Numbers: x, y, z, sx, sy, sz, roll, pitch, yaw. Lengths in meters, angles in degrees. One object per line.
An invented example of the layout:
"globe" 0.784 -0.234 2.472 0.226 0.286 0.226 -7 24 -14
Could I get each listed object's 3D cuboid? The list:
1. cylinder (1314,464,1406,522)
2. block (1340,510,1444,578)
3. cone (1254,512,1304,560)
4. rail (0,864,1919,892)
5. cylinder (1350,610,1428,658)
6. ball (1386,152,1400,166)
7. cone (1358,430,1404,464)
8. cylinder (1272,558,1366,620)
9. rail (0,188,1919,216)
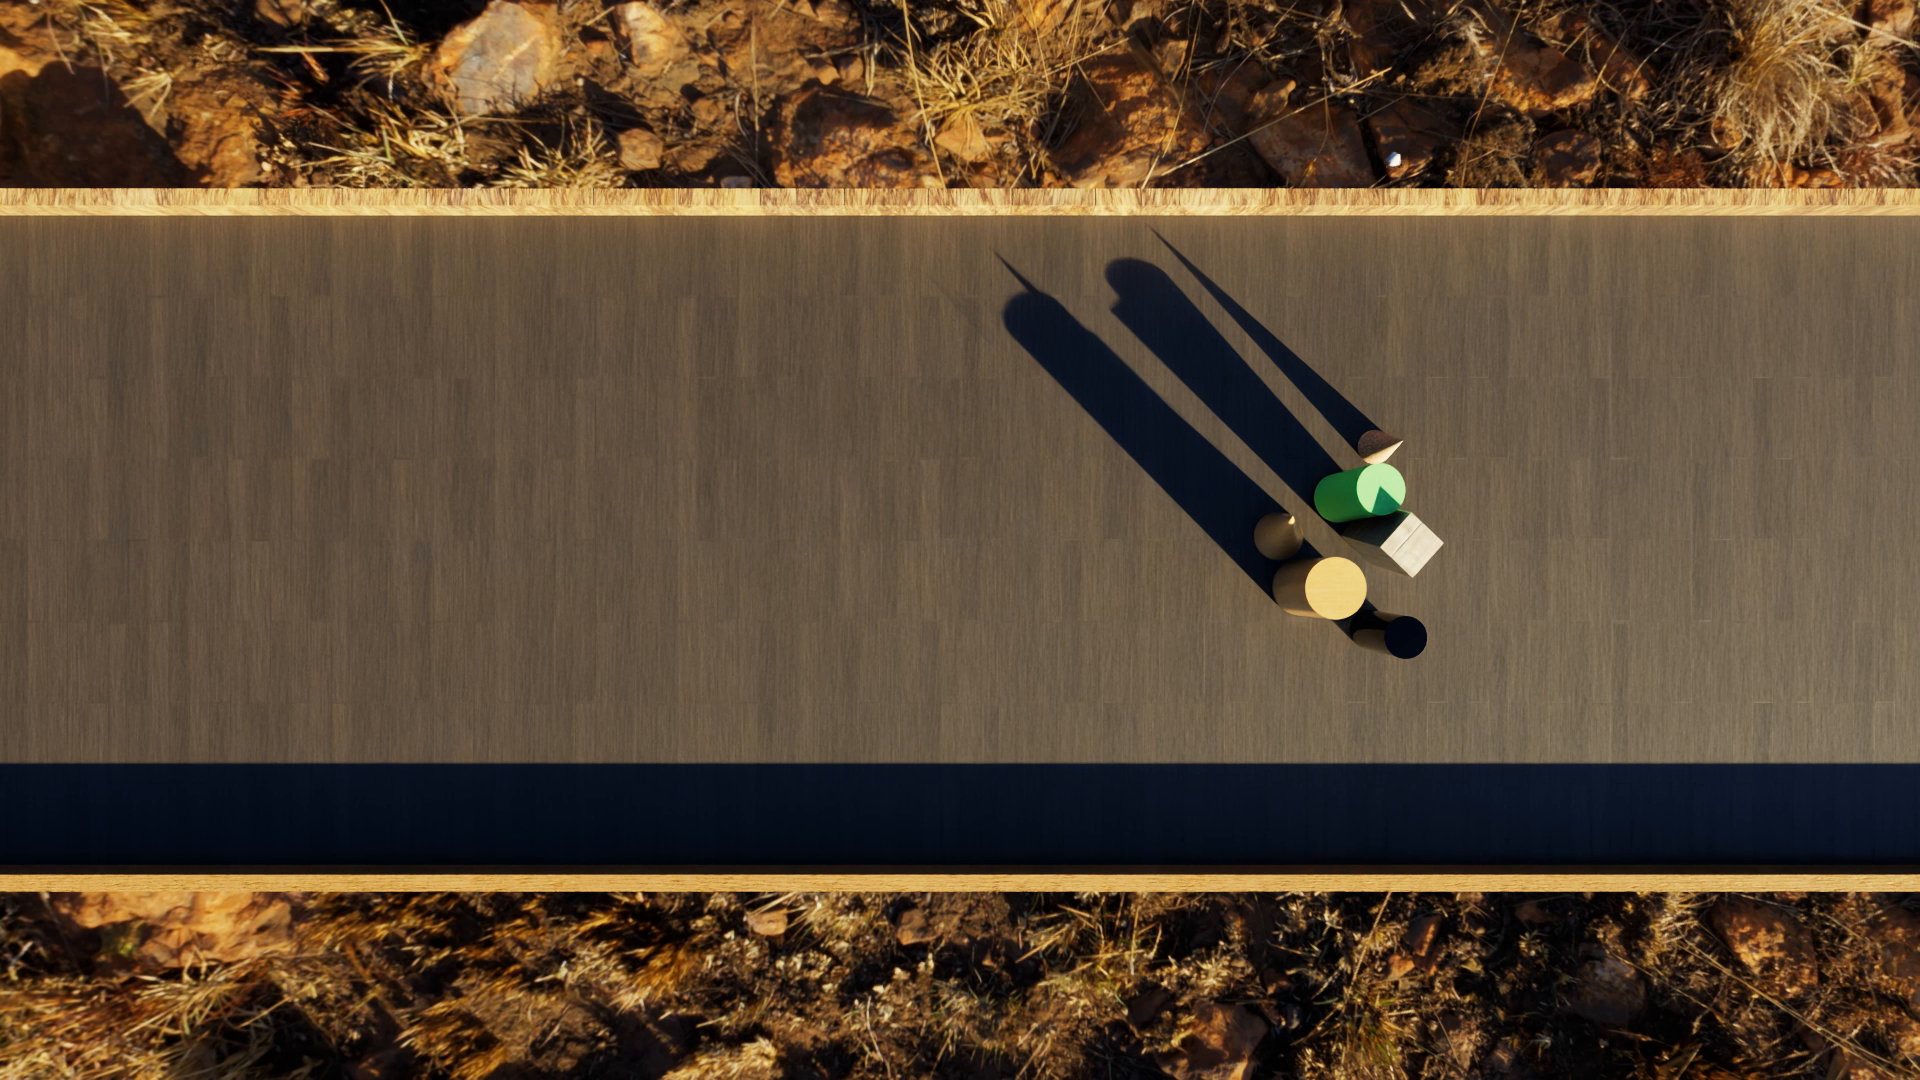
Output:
"cylinder" 1.187 -0.137 4.914 0.151 0.300 0.151 1 86 -12
"block" 1.279 -0.003 4.903 0.134 0.331 0.134 42 90 -9
"cone" 0.961 -0.040 4.870 0.151 0.393 0.151 -1 82 5
"rail" -2.247 1.025 5.001 12.000 0.150 0.050 0 90 0
"cylinder" 1.261 0.276 4.870 0.122 0.412 0.122 0 90 0
"ball" 5.753 -5.047 21.869 0.183 0.183 0.183 0 90 0
"cone" 1.276 -0.286 4.910 0.105 0.332 0.105 0 90 0
"cylinder" 1.058 0.141 4.879 0.177 0.386 0.177 0 89 -3
"rail" -2.247 -1.025 5.002 12.000 0.150 0.050 0 90 0
